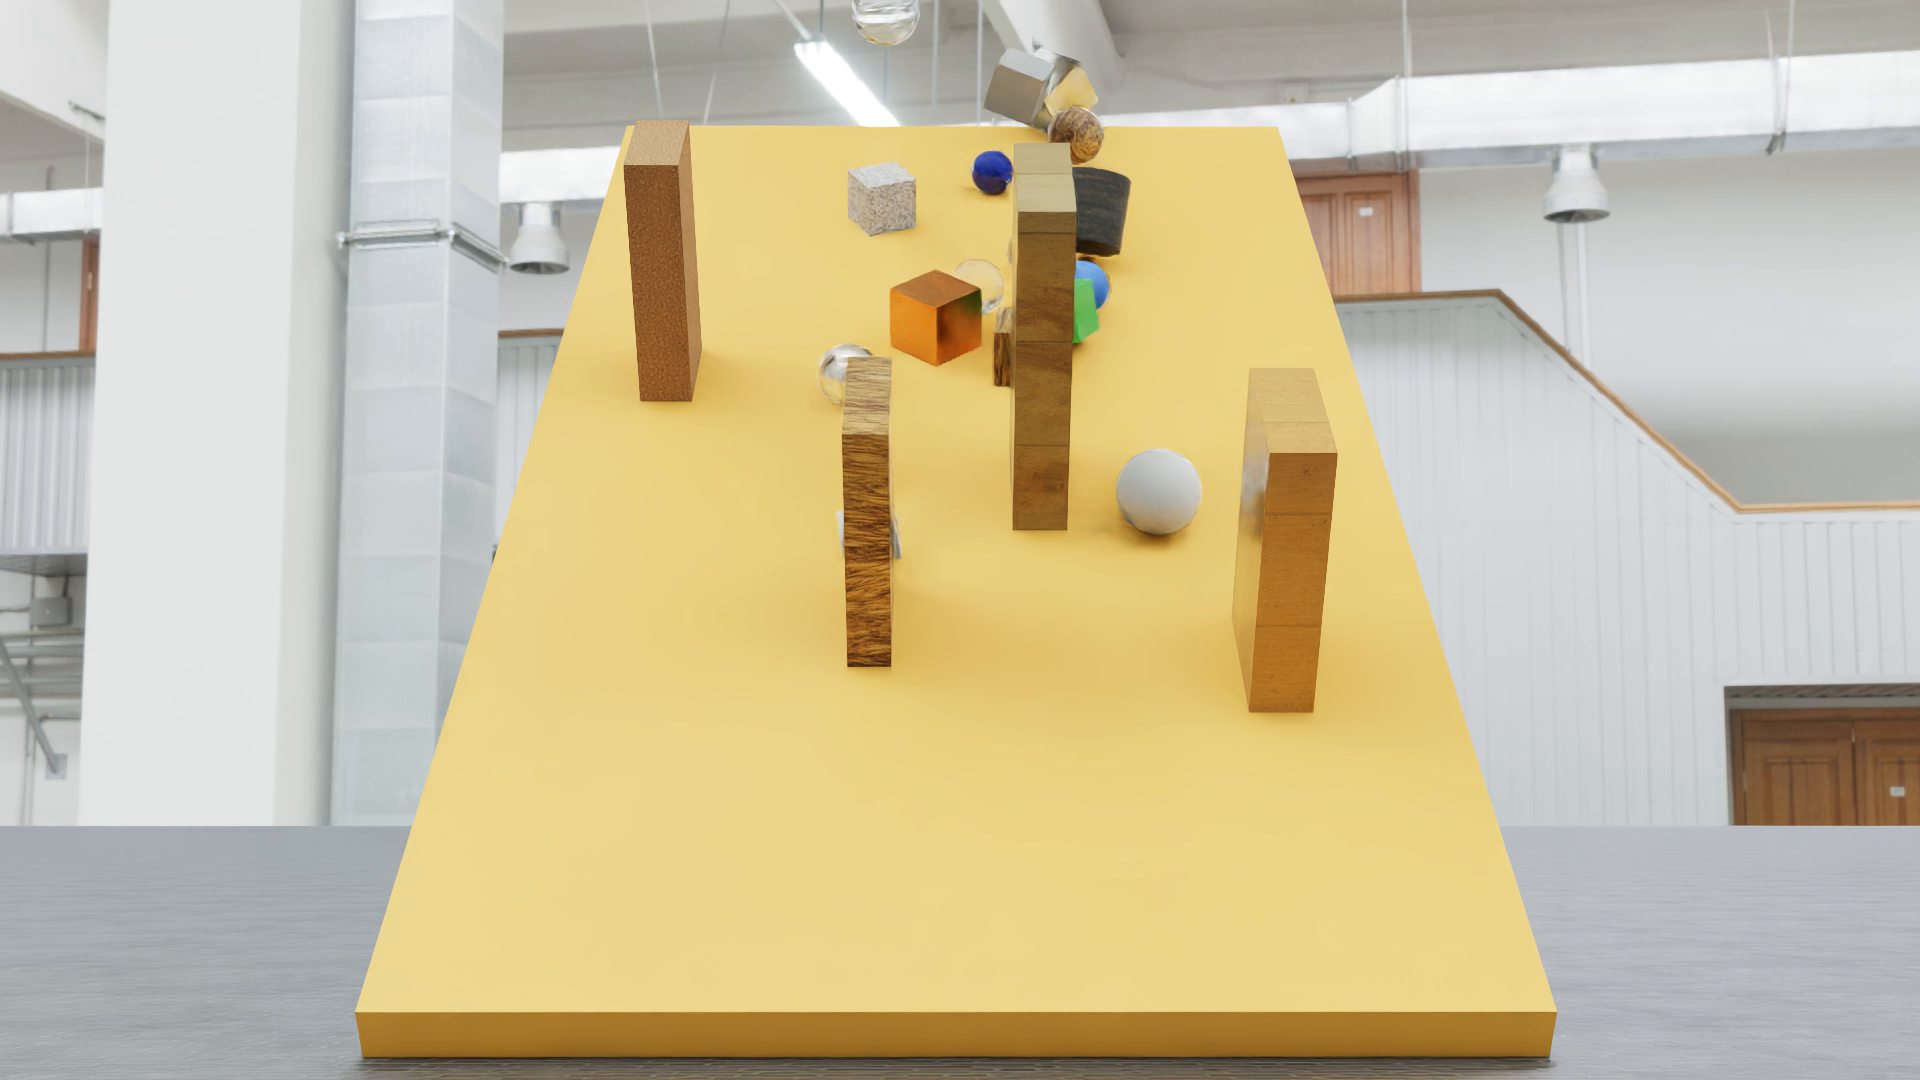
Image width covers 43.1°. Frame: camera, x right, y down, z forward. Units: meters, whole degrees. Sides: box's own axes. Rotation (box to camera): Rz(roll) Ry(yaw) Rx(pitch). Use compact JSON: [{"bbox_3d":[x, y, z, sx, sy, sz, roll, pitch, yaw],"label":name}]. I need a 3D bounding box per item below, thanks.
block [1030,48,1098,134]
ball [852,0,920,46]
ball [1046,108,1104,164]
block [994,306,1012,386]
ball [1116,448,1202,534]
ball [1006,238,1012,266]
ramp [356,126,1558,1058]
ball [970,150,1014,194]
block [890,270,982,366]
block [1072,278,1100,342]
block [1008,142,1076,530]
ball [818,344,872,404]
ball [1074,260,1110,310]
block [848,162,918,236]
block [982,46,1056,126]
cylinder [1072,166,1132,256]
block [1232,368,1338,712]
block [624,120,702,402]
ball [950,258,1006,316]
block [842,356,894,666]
[{"bbox_3d":[0.280,-1.358,7.389,0.171,0.171,0.171,30,-18,39],"label":"block"},{"bbox_3d":[-0.212,-1.513,6.958,0.194,0.194,0.194,0,-7,0],"label":"ball"},{"bbox_3d":[0.338,-1.183,7.115,0.166,0.166,0.166,0,-7,0],"label":"ball"},{"bbox_3d":[0.162,-0.476,6.003,0.148,0.148,0.148,3,31,4],"label":"block"},{"bbox_3d":[0.437,-0.107,5.348,0.190,0.190,0.190,0,-7,0],"label":"ball"},{"bbox_3d":[0.186,-0.775,6.526,0.122,0.122,0.122,0,-7,0],"label":"ball"},{"bbox_3d":[-0.014,-0.201,5.784,2.000,0.100,4.000,0,31,0],"label":"ramp"},{"bbox_3d":[0.093,-1.061,6.999,0.124,0.124,0.124,0,-7,0],"label":"ball"},{"bbox_3d":[-0.061,-0.561,6.128,0.162,0.162,0.162,27,40,37],"label":"block"},{"bbox_3d":[0.258,-0.576,6.136,0.131,0.131,0.131,-1,20,27],"label":"block"},{"bbox_3d":[0.178,-0.445,5.354,0.121,0.762,0.377,0,31,0],"label":"block"},{"bbox_3d":[-0.271,-0.401,5.873,0.150,0.150,0.150,0,-7,0],"label":"ball"},{"bbox_3d":[0.318,-0.656,6.311,0.140,0.140,0.140,0,-7,0],"label":"ball"},{"bbox_3d":[-0.217,-0.955,6.801,0.145,0.145,0.145,-14,34,-22],"label":"block"},{"bbox_3d":[0.170,-1.304,6.982,0.143,0.143,0.143,22,34,4],"label":"block"},{"bbox_3d":[0.350,-0.885,6.551,0.196,0.196,0.196,9,-4,1],"label":"cylinder"},{"bbox_3d":[0.633,0.001,4.787,0.127,0.584,0.345,0,31,0],"label":"block"},{"bbox_3d":[-0.714,-0.673,5.871,0.126,0.614,0.282,0,31,0],"label":"block"},{"bbox_3d":[0.043,-0.654,6.297,0.149,0.149,0.149,0,-7,0],"label":"ball"},{"bbox_3d":[-0.183,-0.058,4.927,0.089,0.535,0.331,0,31,0],"label":"block"}]
